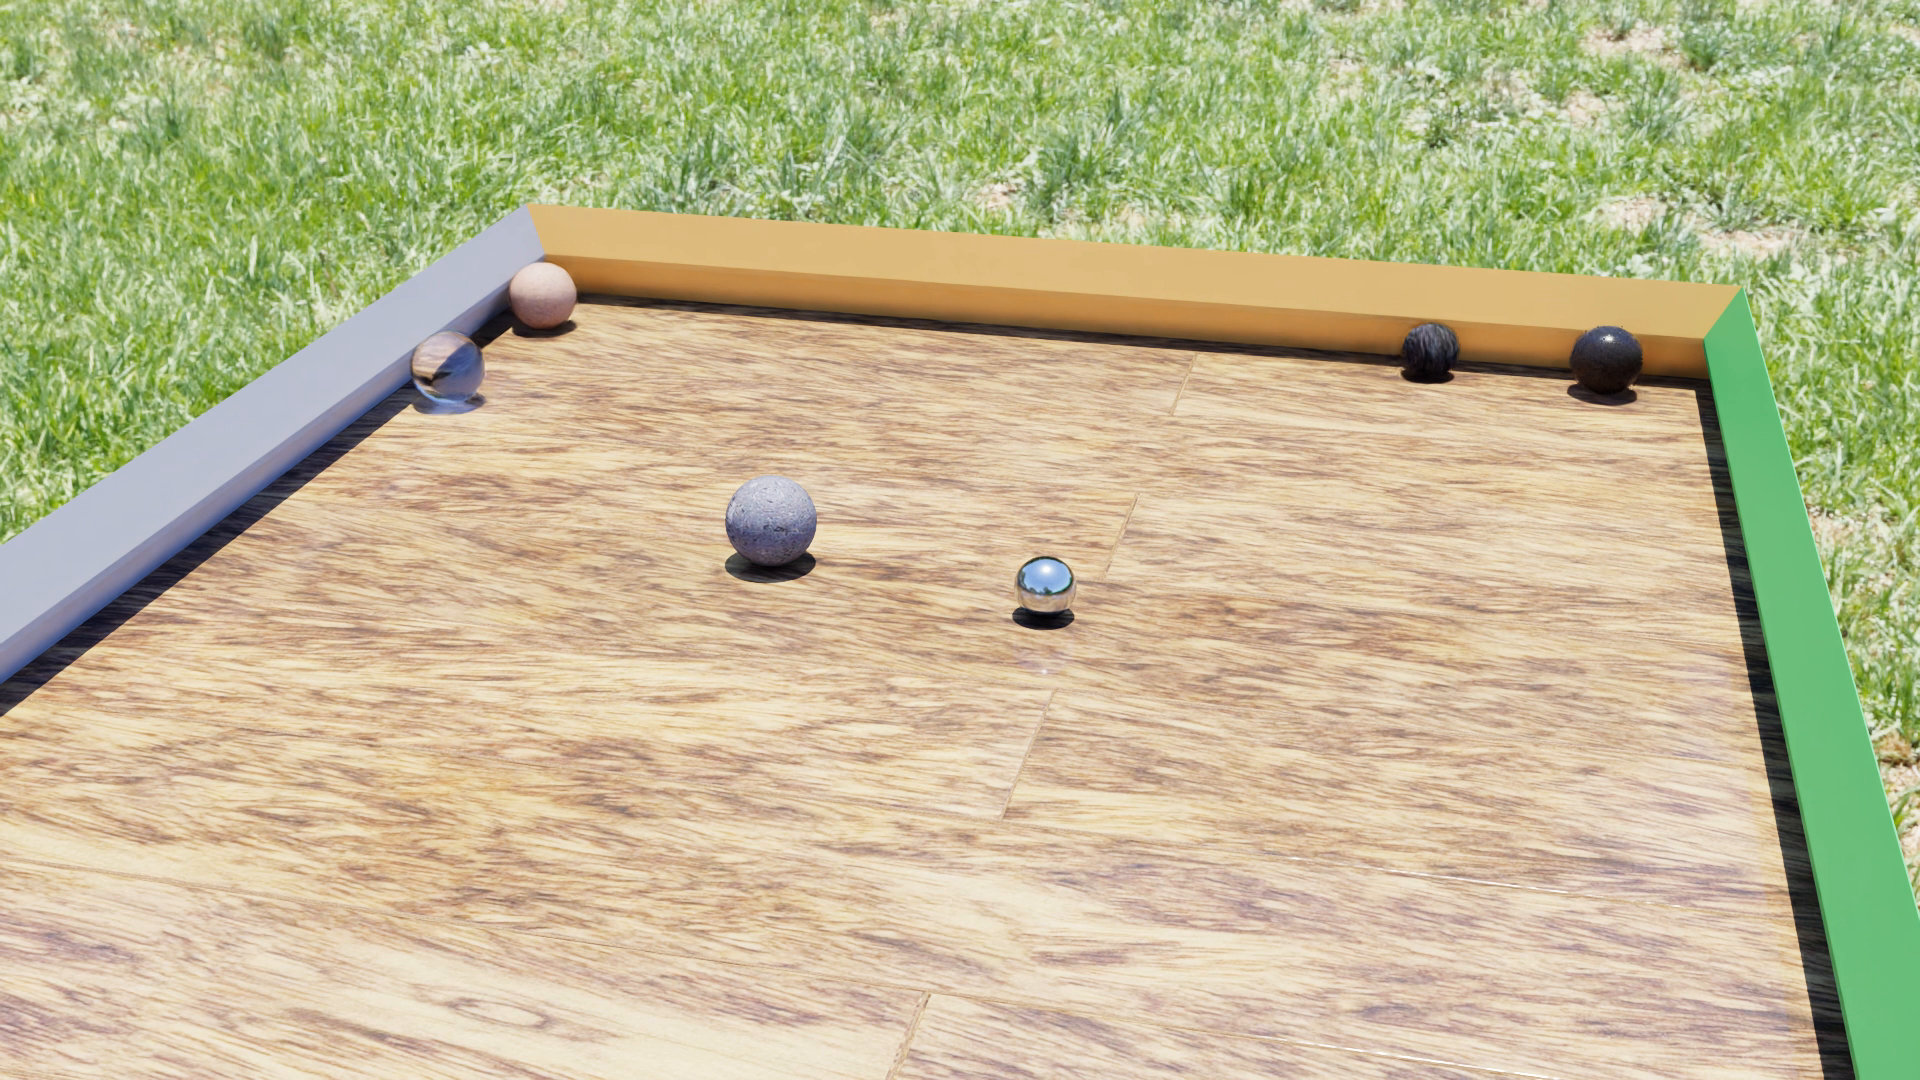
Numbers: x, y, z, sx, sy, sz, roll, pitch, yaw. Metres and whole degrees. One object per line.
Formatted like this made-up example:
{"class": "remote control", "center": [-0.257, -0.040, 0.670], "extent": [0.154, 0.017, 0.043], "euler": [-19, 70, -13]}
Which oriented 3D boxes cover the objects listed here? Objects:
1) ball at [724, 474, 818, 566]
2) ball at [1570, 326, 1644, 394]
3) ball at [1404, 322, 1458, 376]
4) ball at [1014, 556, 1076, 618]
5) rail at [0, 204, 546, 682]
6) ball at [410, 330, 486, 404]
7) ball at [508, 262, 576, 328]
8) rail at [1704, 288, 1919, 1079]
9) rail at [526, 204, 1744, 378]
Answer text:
{"class": "ball", "center": [-0.204, -0.021, 2.370], "extent": [0.099, 0.099, 0.099], "euler": [0, 24, 0]}
{"class": "ball", "center": [0.839, -0.233, 2.850], "extent": [0.090, 0.090, 0.090], "euler": [0, 24, 0]}
{"class": "ball", "center": [0.624, -0.252, 2.915], "extent": [0.071, 0.071, 0.071], "euler": [0, 24, 0]}
{"class": "ball", "center": [0.088, 0.048, 2.259], "extent": [0.065, 0.065, 0.065], "euler": [0, 24, 0]}
{"class": "rail", "center": [-0.997, 0.231, 1.776], "extent": [0.045, 0.129, 3.304], "euler": [6, 25, 12]}
{"class": "ball", "center": [-0.656, -0.221, 2.818], "extent": [0.094, 0.094, 0.094], "euler": [0, 24, 0]}
{"class": "ball", "center": [-0.586, -0.344, 3.090], "extent": [0.094, 0.094, 0.094], "euler": [0, 24, 0]}
{"class": "rail", "center": [0.613, 0.389, 1.426], "extent": [0.045, 0.129, 3.304], "euler": [6, 25, 12]}
{"class": "rail", "center": [0.186, -0.343, 3.044], "extent": [1.703, 0.129, 0.045], "euler": [6, 25, 12]}
